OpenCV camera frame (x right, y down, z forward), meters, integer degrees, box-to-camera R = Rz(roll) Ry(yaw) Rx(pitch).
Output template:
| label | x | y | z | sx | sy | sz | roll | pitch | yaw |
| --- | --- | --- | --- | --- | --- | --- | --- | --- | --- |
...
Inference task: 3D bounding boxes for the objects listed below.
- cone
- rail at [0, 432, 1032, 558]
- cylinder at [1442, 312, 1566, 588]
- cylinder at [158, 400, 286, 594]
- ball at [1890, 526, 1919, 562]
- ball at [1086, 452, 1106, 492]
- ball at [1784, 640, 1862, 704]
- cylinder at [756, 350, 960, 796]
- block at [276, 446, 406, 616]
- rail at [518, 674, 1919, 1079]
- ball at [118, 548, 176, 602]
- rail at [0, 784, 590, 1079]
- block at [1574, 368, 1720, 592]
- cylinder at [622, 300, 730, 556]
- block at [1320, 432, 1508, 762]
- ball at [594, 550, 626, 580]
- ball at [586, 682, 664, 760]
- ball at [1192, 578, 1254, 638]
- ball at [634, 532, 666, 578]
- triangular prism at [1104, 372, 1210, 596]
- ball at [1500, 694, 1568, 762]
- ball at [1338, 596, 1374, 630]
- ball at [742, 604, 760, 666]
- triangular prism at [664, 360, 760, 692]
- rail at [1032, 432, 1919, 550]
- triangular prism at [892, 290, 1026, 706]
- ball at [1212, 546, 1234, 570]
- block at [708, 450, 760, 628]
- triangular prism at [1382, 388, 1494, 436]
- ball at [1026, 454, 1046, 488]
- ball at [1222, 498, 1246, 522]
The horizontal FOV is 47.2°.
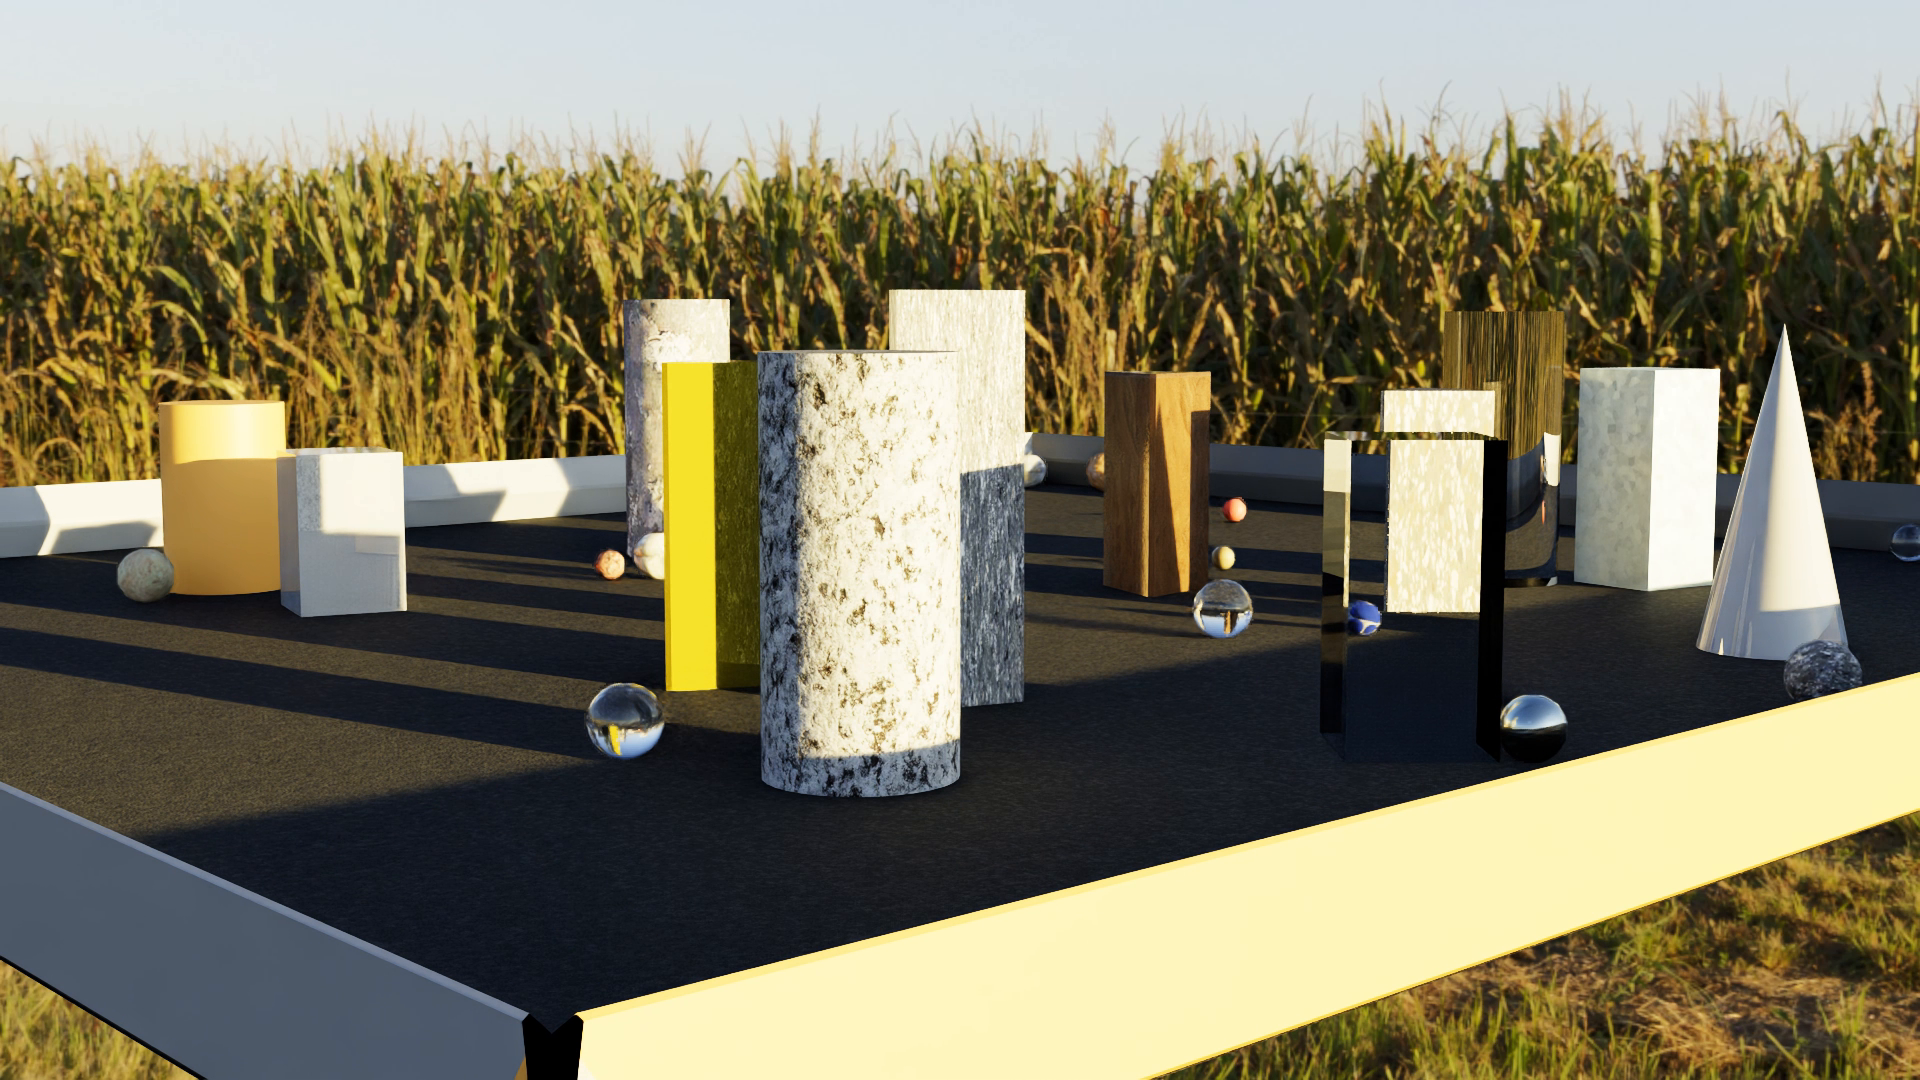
| label | x | y | z | sx | sy | sz | roll | pitch | yaw |
| --- | --- | --- | --- | --- | --- | --- | --- | --- | --- |
| cone | 1.064 | -0.068 | 2.859 | 0.190 | 0.424 | 0.190 | 0 | 6 | 0 |
| rail | -1.071 | -0.090 | 4.486 | 3.465 | 0.123 | 0.045 | -6 | 8 | -42 |
| cylinder | 0.881 | -0.152 | 3.581 | 0.190 | 0.439 | 0.190 | 0 | 6 | 0 |
| cylinder | -1.170 | -0.071 | 3.501 | 0.190 | 0.295 | 0.190 | 0 | 6 | 0 |
| ball | 1.674 | 0.006 | 3.874 | 0.064 | 0.064 | 0.064 | 0 | 6 | 0 |
| ball | 0.356 | -0.166 | 5.356 | 0.095 | 0.095 | 0.095 | 0 | 6 | 0 |
| ball | 0.949 | 0.151 | 2.417 | 0.080 | 0.080 | 0.080 | 0 | 6 | 0 |
| cylinder | -0.095 | 0.024 | 2.082 | 0.190 | 0.404 | 0.190 | 0 | 6 | 0 |
| block | -0.920 | -0.016 | 3.268 | 0.152 | 0.234 | 0.152 | -3 | 7 | -27 |
| rail | 1.071 | 0.154 | 2.178 | 3.465 | 0.123 | 0.045 | -6 | 8 | -42 |
| ball | -1.232 | 0.054 | 3.330 | 0.082 | 0.082 | 0.082 | 0 | 6 | 0 |
| rail | -1.256 | 0.154 | 2.180 | 0.045 | 0.123 | 3.206 | -6 | 8 | -42 |
| block | 1.108 | -0.103 | 3.552 | 0.152 | 0.347 | 0.152 | -4 | 7 | -32 |
| cylinder | -0.510 | -0.204 | 3.979 | 0.190 | 0.459 | 0.190 | 0 | 6 | 0 |
| block | 0.454 | 0.053 | 2.220 | 0.152 | 0.317 | 0.152 | 0 | 6 | 0 |
| ball | -0.575 | 0.041 | 3.612 | 0.049 | 0.049 | 0.049 | 0 | 6 | 0 |
| ball | -0.331 | 0.179 | 2.175 | 0.076 | 0.076 | 0.076 | 0 | 6 | 0 |
| ball | 0.355 | 0.093 | 2.967 | 0.081 | 0.081 | 0.081 | 0 | 6 | 0 |
| ball | -0.498 | 0.026 | 3.623 | 0.077 | 0.077 | 0.077 | 0 | 6 | 0 |
| triangular prism | 0.290 | -0.094 | 3.489 | 0.142 | 0.344 | 0.164 | 5 | 8 | 38 |
| ball | 0.564 | 0.185 | 2.163 | 0.067 | 0.067 | 0.067 | 0 | 6 | 0 |
| ball | 0.548 | 0.101 | 3.047 | 0.048 | 0.048 | 0.048 | 0 | 6 | 0 |
| ball | -0.226 | 0.116 | 2.715 | 0.088 | 0.088 | 0.088 | 0 | 6 | 0 |
| triangular prism | -0.289 | -0.024 | 2.639 | 0.164 | 0.382 | 0.142 | -2 | 6 | -21 |
| rail | 1.256 | -0.090 | 4.485 | 0.045 | 0.123 | 3.206 | -6 | 8 | -42 |
| triangular prism | -0.032 | -0.051 | 2.504 | 0.164 | 0.464 | 0.142 | -3 | 7 | -27 |
| ball | 0.448 | 0.031 | 3.749 | 0.040 | 0.040 | 0.040 | 0 | 6 | 0 |
| block | -0.254 | -0.002 | 3.114 | 0.152 | 0.238 | 0.152 | 2 | 6 | 20 |
| triangular prism | 0.711 | -0.068 | 3.346 | 0.164 | 0.322 | 0.142 | 0 | 6 | 2 |
| ball | 0.172 | -0.173 | 5.475 | 0.083 | 0.083 | 0.083 | 0 | 6 | 0 |
| ball | 0.572 | -0.062 | 4.585 | 0.049 | 0.049 | 0.049 | 0 | 6 | 0 |
